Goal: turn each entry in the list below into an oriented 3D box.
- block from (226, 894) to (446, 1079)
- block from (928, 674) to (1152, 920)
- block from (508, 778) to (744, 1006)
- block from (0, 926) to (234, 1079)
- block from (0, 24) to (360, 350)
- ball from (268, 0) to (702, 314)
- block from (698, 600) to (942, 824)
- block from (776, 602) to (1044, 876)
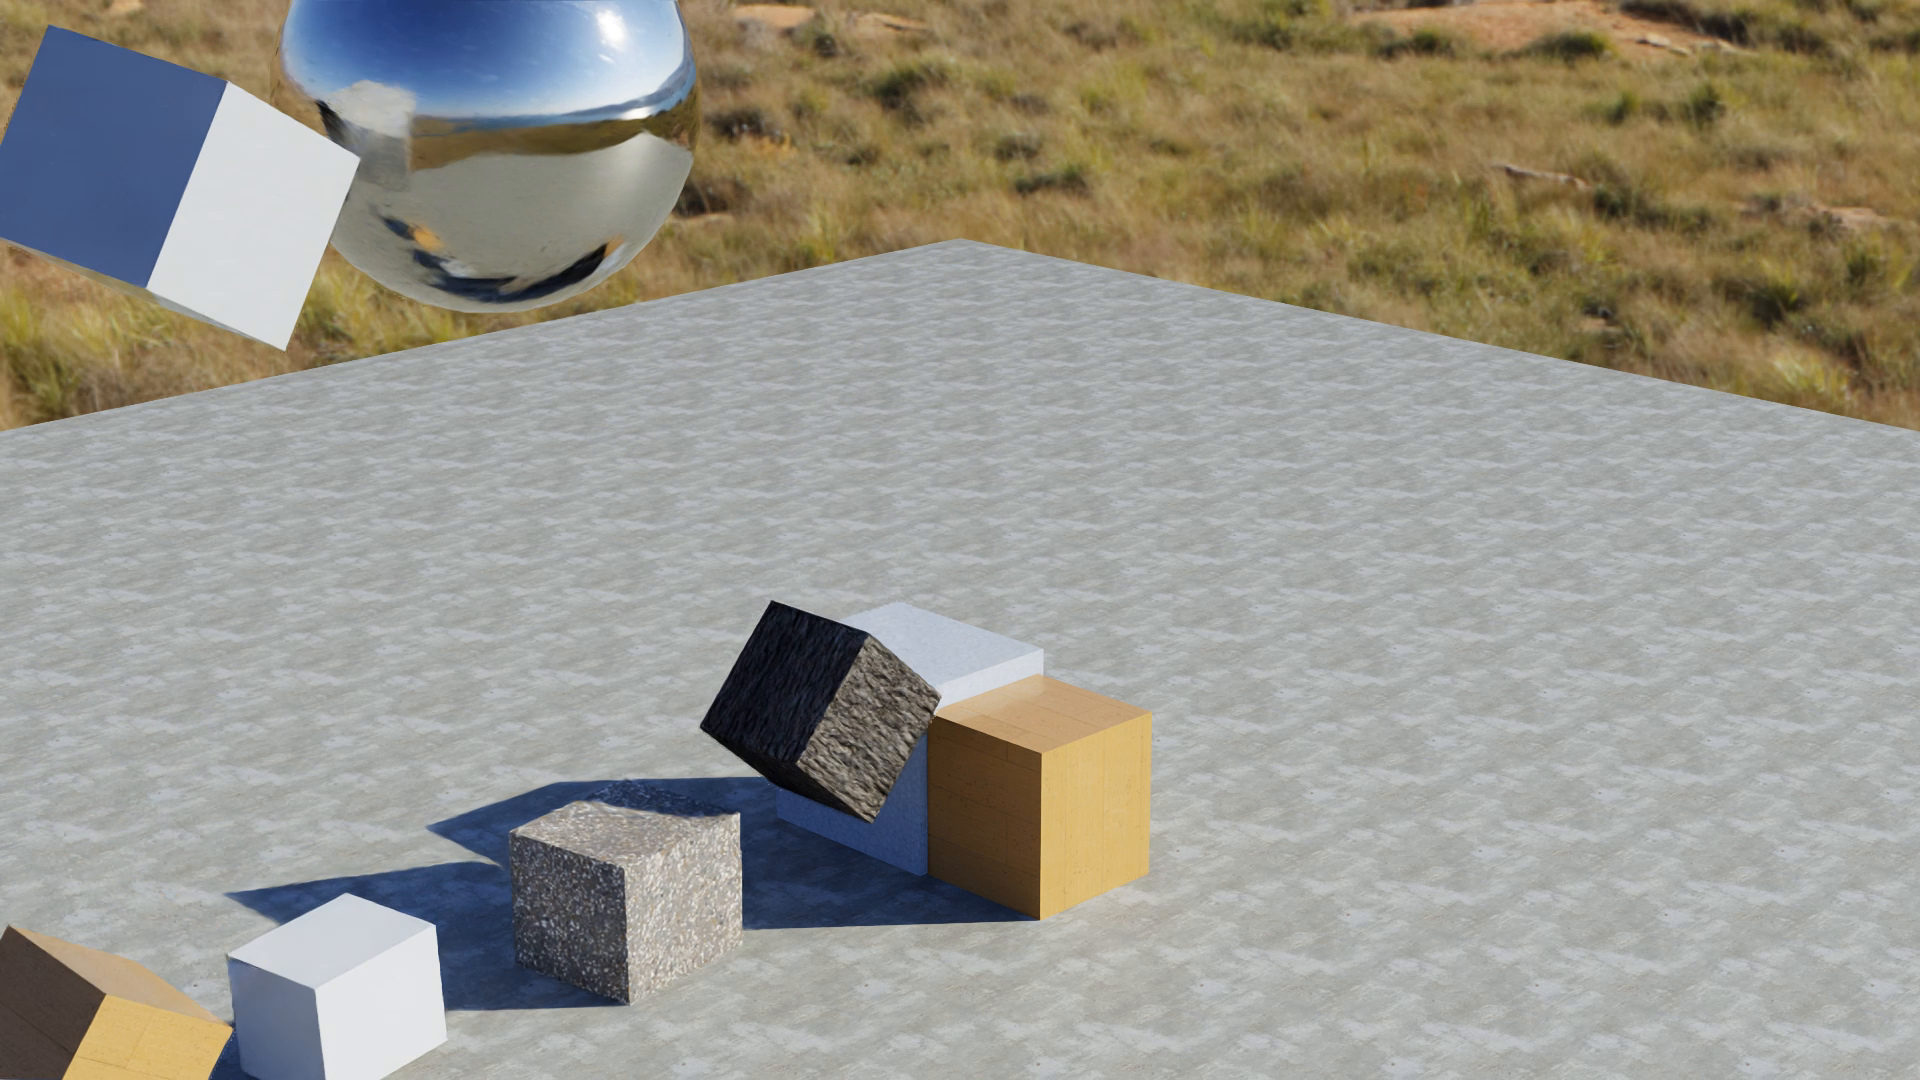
[{"bbox_3d":[-2.467,1.818,11.632,0.512,0.523,0.628,13,25,34],"label":"block"},{"bbox_3d":[0.360,1.155,13.345,0.723,0.794,0.710,-17,24,-42],"label":"block"},{"bbox_3d":[-1.424,1.494,12.558,0.658,0.619,0.732,12,21,34],"label":"block"},{"bbox_3d":[-3.155,1.849,10.528,0.607,0.619,0.634,23,-6,36],"label":"block"},{"bbox_3d":[-2.650,-1.171,9.830,0.753,0.713,0.808,19,-4,22],"label":"block"},{"bbox_3d":[-1.766,-1.647,10.973,1.600,1.600,1.600,0,17,0],"label":"ball"},{"bbox_3d":[-0.612,0.757,12.954,0.631,0.653,0.602,17,-19,42],"label":"block"},{"bbox_3d":[-0.244,0.921,13.909,0.810,0.902,0.984,-17,24,-42],"label":"block"}]
